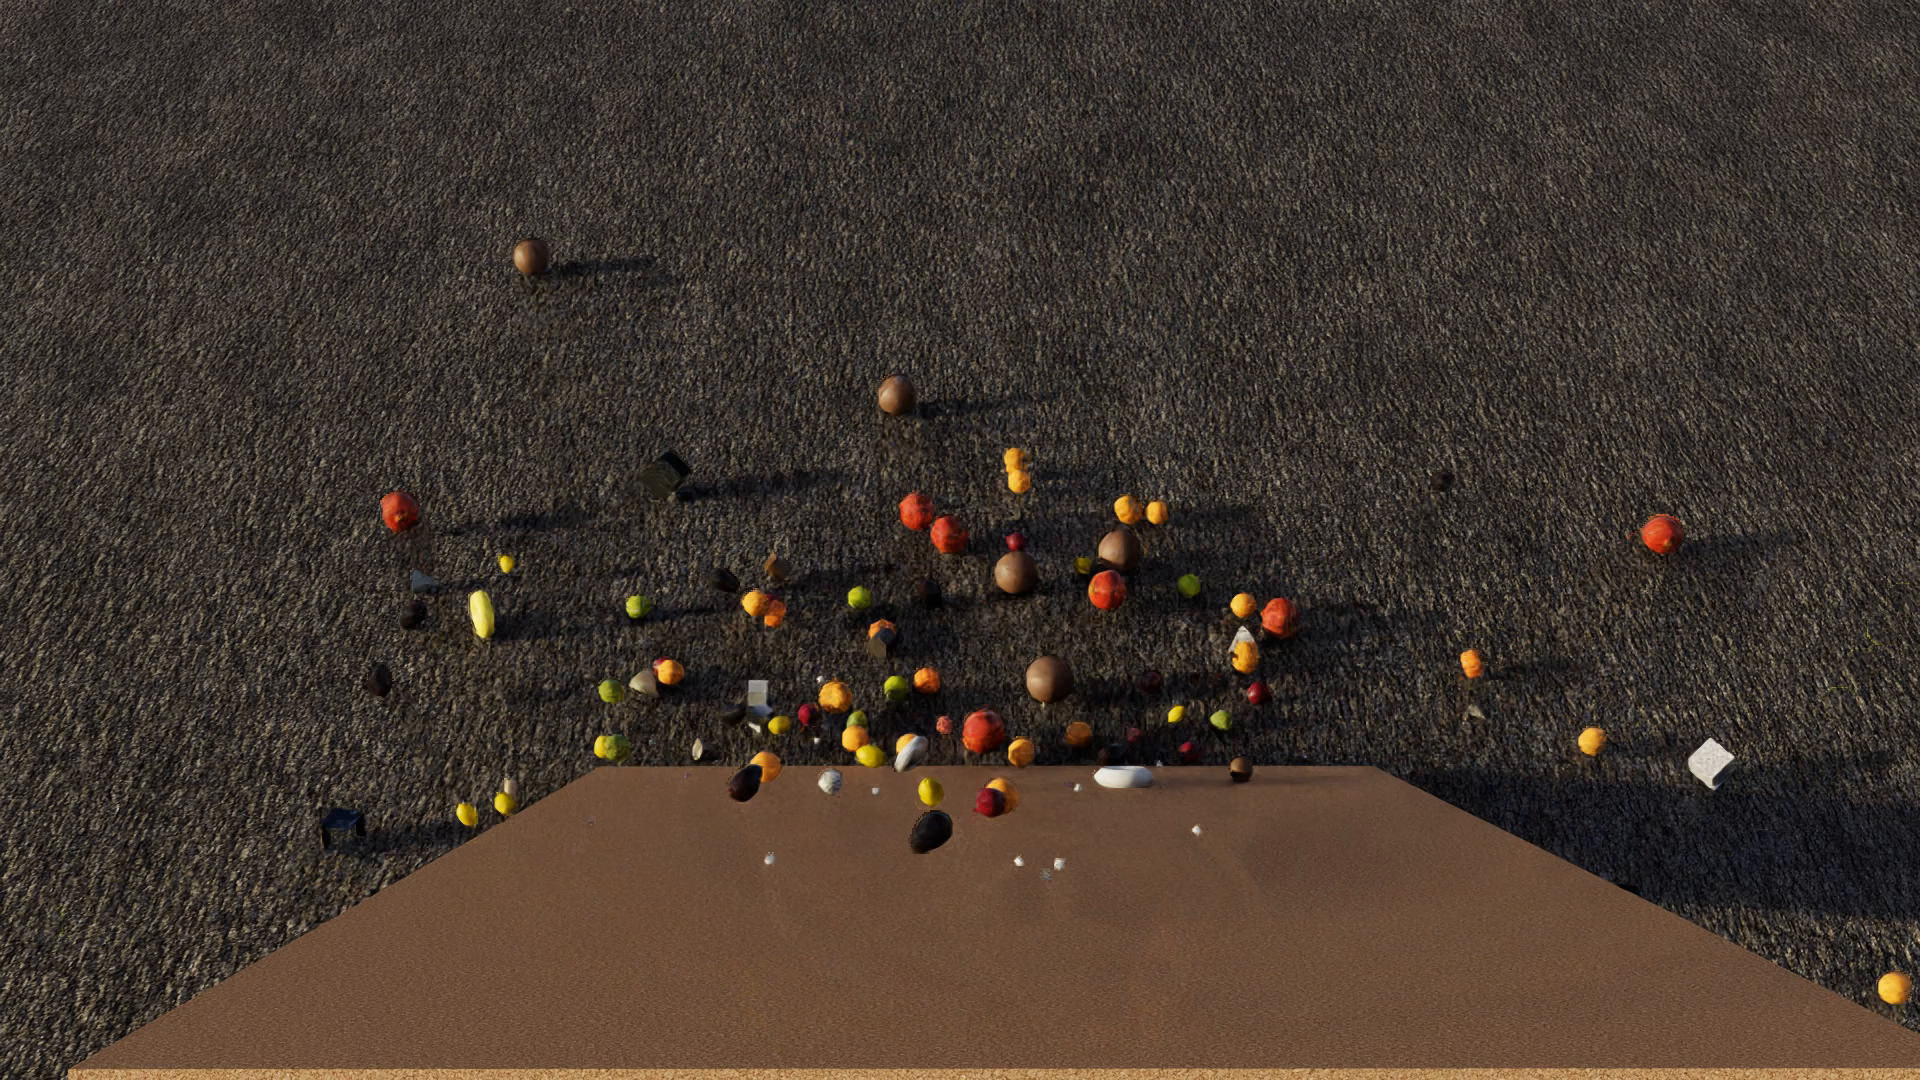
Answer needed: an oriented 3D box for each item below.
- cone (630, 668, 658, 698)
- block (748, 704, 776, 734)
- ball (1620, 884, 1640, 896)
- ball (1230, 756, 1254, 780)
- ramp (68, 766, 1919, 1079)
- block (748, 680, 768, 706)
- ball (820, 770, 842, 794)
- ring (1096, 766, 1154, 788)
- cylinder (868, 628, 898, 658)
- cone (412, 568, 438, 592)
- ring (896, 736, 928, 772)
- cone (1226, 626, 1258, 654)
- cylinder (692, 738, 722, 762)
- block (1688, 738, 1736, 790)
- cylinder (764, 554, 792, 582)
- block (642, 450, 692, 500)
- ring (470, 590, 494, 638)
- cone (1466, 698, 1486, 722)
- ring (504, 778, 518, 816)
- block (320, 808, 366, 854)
[{"bbox_3d":[-0.851,0.408,7.115,0.082,0.082,0.082,-27,68,-37],"label":"cone"},{"bbox_3d":[-0.533,0.481,6.982,0.051,0.051,0.051,-24,38,-34],"label":"block"},{"bbox_3d":[1.632,0.872,6.331,0.062,0.062,0.062,0,31,0],"label":"ball"},{"bbox_3d":[0.679,0.552,6.248,0.058,0.058,0.058,0,31,0],"label":"ball"},{"bbox_3d":[0.070,0.618,4.697,2.000,0.100,4.000,0,0,0],"label":"ramp"},{"bbox_3d":[-0.552,0.420,7.082,0.052,0.052,0.052,0,31,0],"label":"block"},{"bbox_3d":[-0.293,0.551,5.888,0.054,0.054,0.054,0,31,0],"label":"ball"},{"bbox_3d":[0.388,0.558,6.095,0.134,0.045,0.134,-1,0,0],"label":"ring"},{"bbox_3d":[-0.219,0.288,7.273,0.063,0.063,0.063,13,30,21],"label":"cylinder"},{"bbox_3d":[-1.552,0.123,7.548,0.074,0.074,0.074,10,32,3],"label":"cone"},{"bbox_3d":[-0.121,0.537,6.496,0.036,0.109,0.109,40,41,6],"label":"ring"},{"bbox_3d":[0.784,0.296,7.299,0.082,0.082,0.082,-35,38,-4],"label":"cone"},{"bbox_3d":[-0.665,0.551,6.810,0.057,0.057,0.057,8,25,-29],"label":"cylinder"},{"bbox_3d":[1.958,0.584,6.740,0.082,0.082,0.082,-42,57,-7],"label":"block"},{"bbox_3d":[-0.534,0.083,7.593,0.057,0.057,0.057,40,28,-16],"label":"cylinder"},{"bbox_3d":[-0.908,-0.201,8.012,0.094,0.094,0.094,41,29,1],"label":"block"},{"bbox_3d":[-1.354,0.211,7.346,0.046,0.137,0.137,-11,33,-20],"label":"ring"},{"bbox_3d":[1.411,0.469,7.022,0.057,0.057,0.057,-18,69,-27],"label":"cone"},{"bbox_3d":[-1.150,0.661,6.640,0.033,0.098,0.098,-2,31,-7],"label":"ring"},{"bbox_3d":[-1.556,0.735,6.539,0.078,0.078,0.078,6,32,9],"label":"block"}]
